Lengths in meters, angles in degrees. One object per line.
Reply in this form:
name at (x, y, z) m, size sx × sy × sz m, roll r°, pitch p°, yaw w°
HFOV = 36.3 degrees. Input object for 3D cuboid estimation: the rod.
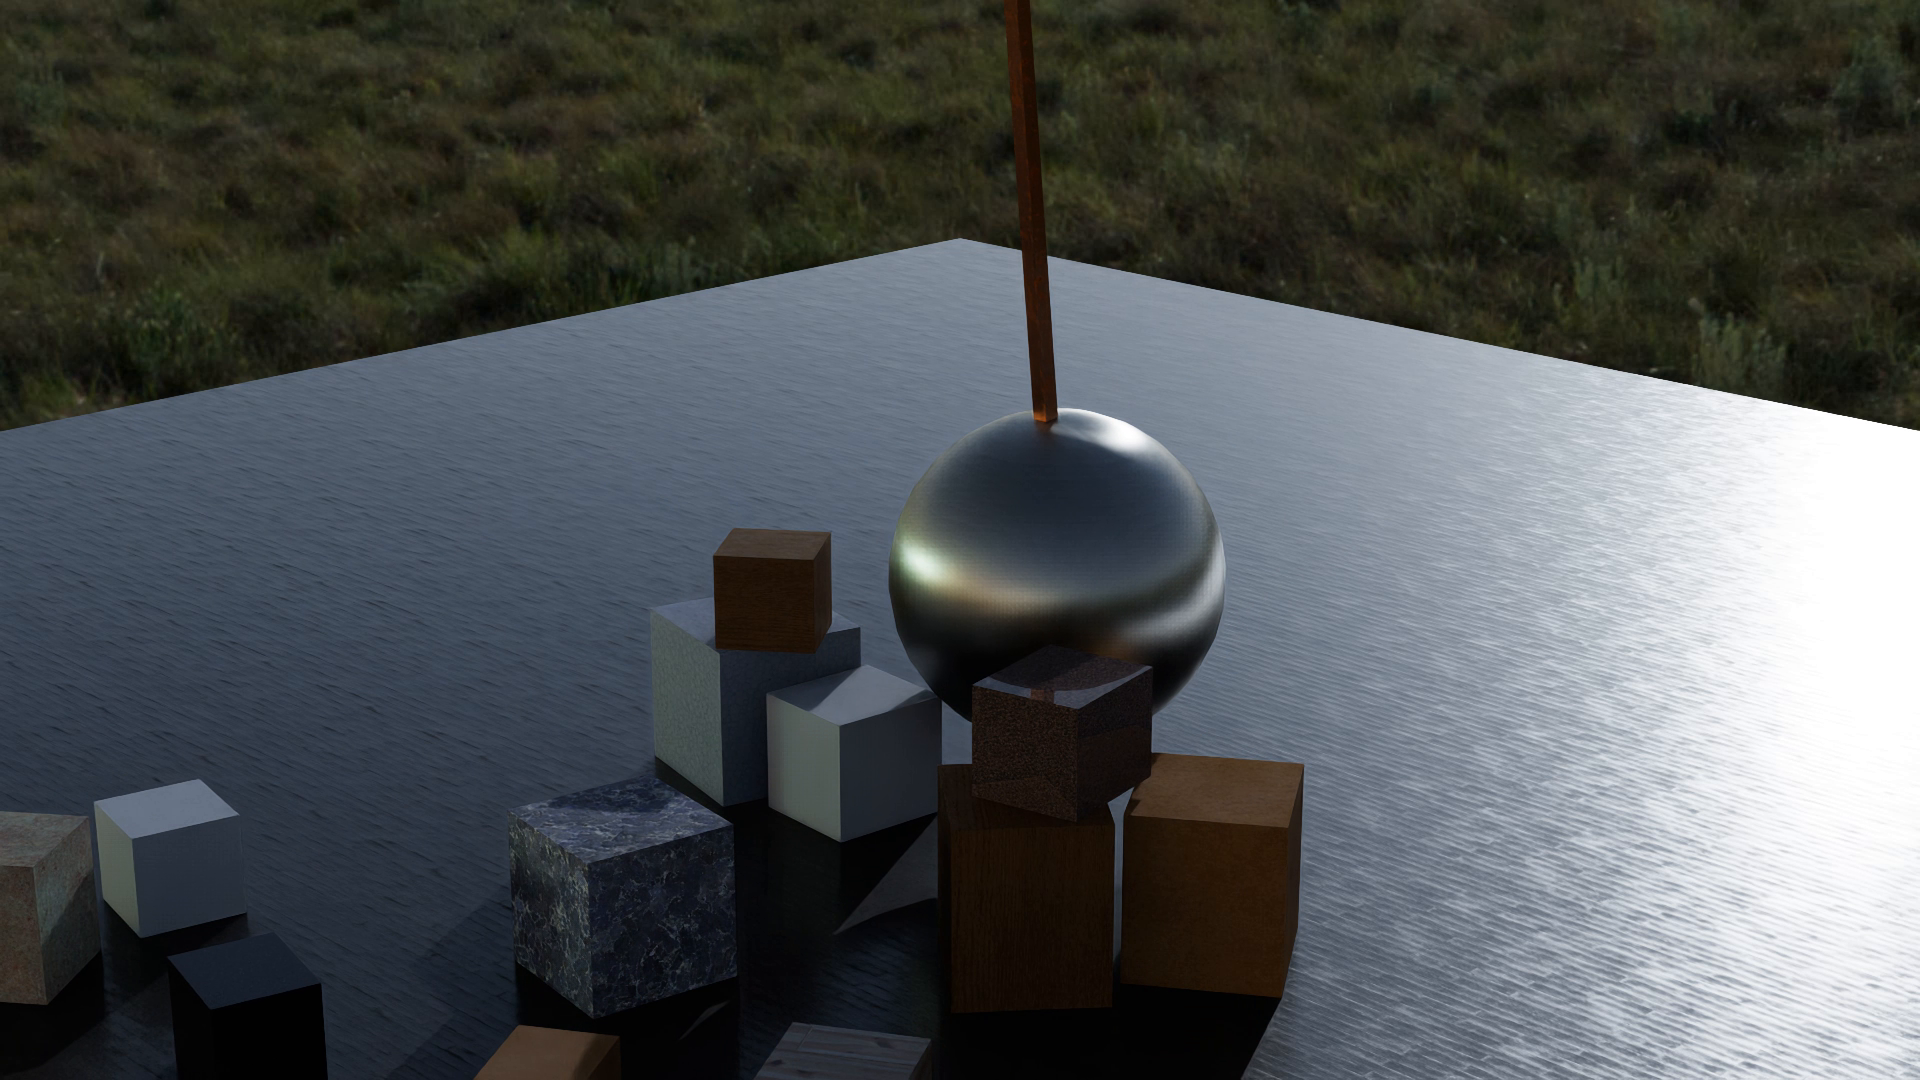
rod at (0.199, -2.971, 12.616) m, size 0.080 × 5.200 × 0.080 m, roll 17°, pitch 30°, yaw 42°

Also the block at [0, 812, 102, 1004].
block at (-4.045, 1.544, 12.393) m, size 0.581 × 0.623 × 0.539 m, roll 2°, pitch 18°, yaw 8°

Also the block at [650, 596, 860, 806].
block at (-1.018, 0.759, 14.615) m, size 0.766 × 0.789 × 0.788 m, roll -10°, pitch 20°, yaw -29°

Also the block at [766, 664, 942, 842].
block at (-0.508, 1.020, 14.118) m, size 0.619 × 0.588 × 0.572 m, roll -14°, pitch 22°, yaw -38°

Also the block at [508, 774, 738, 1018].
block at (-1.430, 1.496, 12.425) m, size 0.693 × 0.696 × 0.694 m, roll -12°, pitch 21°, yaw -34°

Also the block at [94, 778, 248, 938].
block at (-3.518, 1.413, 13.065) m, size 0.485 × 0.470 × 0.505 m, roll -11°, pitch 21°, yaw -32°

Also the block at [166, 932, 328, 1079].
block at (-2.806, 1.899, 11.547) m, size 0.438 × 0.453 × 0.545 m, roll -10°, pitch 20°, yaw -30°

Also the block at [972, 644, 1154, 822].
block at (0.430, 0.799, 12.256) m, size 0.511 × 0.492 × 0.602 m, roll 11°, pitch 21°, yaw 32°

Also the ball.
ball at (0.459, 0.176, 13.878) m, size 1.600 × 1.600 × 1.600 m, roll 0°, pitch 17°, yaw 0°

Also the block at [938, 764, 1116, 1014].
block at (0.268, 1.451, 12.366) m, size 0.670 × 0.817 × 0.717 m, roll -1°, pitch 18°, yaw -5°

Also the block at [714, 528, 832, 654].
block at (-0.900, 0.242, 14.161) m, size 0.484 × 0.470 × 0.448 m, roll 2°, pitch 18°, yaw 8°

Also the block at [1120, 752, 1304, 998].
block at (1.084, 1.420, 12.543) m, size 0.683 × 0.769 × 0.721 m, roll 4°, pitch 18°, yaw 11°

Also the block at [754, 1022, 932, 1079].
block at (-0.433, 2.152, 10.547) m, size 0.529 × 0.570 × 0.585 m, roll 4°, pitch 18°, yaw 14°

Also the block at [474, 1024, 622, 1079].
block at (-1.523, 2.116, 10.893) m, size 0.405 × 0.430 × 0.445 m, roll 4°, pitch 18°, yaw 13°
